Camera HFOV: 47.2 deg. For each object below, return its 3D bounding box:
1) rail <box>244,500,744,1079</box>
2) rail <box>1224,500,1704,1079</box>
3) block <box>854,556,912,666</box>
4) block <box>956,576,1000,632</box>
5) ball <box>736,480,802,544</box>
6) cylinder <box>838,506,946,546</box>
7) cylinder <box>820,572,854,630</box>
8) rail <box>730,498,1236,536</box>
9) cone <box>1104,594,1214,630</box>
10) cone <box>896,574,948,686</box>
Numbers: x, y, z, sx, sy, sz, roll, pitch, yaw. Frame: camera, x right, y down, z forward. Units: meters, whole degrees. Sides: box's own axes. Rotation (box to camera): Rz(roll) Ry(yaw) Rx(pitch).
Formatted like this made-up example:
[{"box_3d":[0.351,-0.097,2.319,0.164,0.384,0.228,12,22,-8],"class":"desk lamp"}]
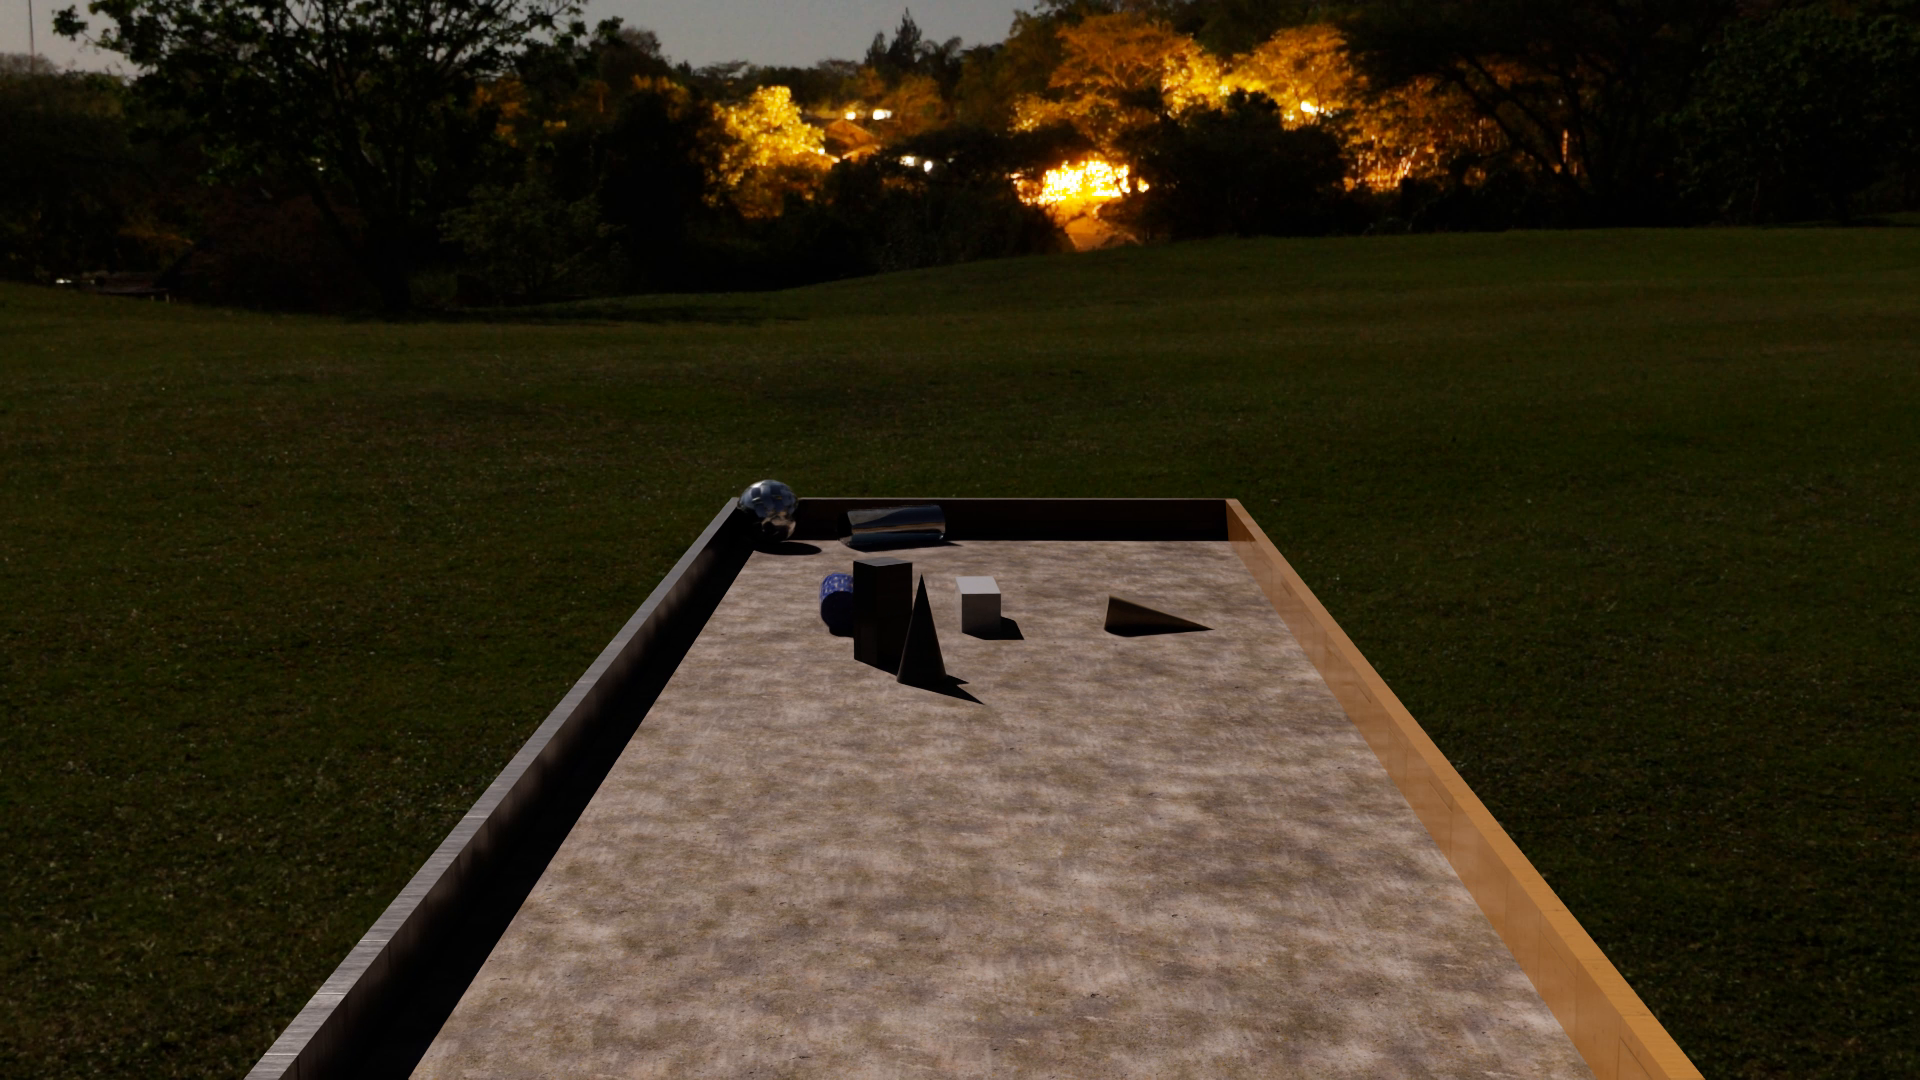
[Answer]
[{"box_3d":[-1.004,0.839,3.234,0.050,0.150,12.000,0,9,1],"class":"rail"},{"box_3d":[1.046,0.843,3.208,0.050,0.150,12.000,0,9,1],"class":"rail"},{"box_3d":[-0.234,0.216,6.675,0.129,0.305,0.129,-6,11,-35],"class":"block"},{"box_3d":[0.058,0.211,7.270,0.128,0.128,0.319,-1,9,-4],"class":"block"},{"box_3d":[-0.774,-0.114,8.898,0.261,0.261,0.261,0,9,0],"class":"ball"},{"box_3d":[-0.278,-0.057,8.934,0.418,0.137,0.137,-5,10,-26],"class":"cylinder"},{"box_3d":[-0.399,0.202,7.316,0.131,0.131,0.348,-1,9,-4],"class":"cylinder"},{"box_3d":[0.099,-0.098,9.147,2.100,0.150,0.050,0,9,1],"class":"rail"},{"box_3d":[0.656,0.262,7.170,0.360,0.117,0.117,10,9,2],"class":"cone"},{"box_3d":[-0.111,0.251,6.399,0.151,0.321,0.151,0,9,0],"class":"cone"}]
